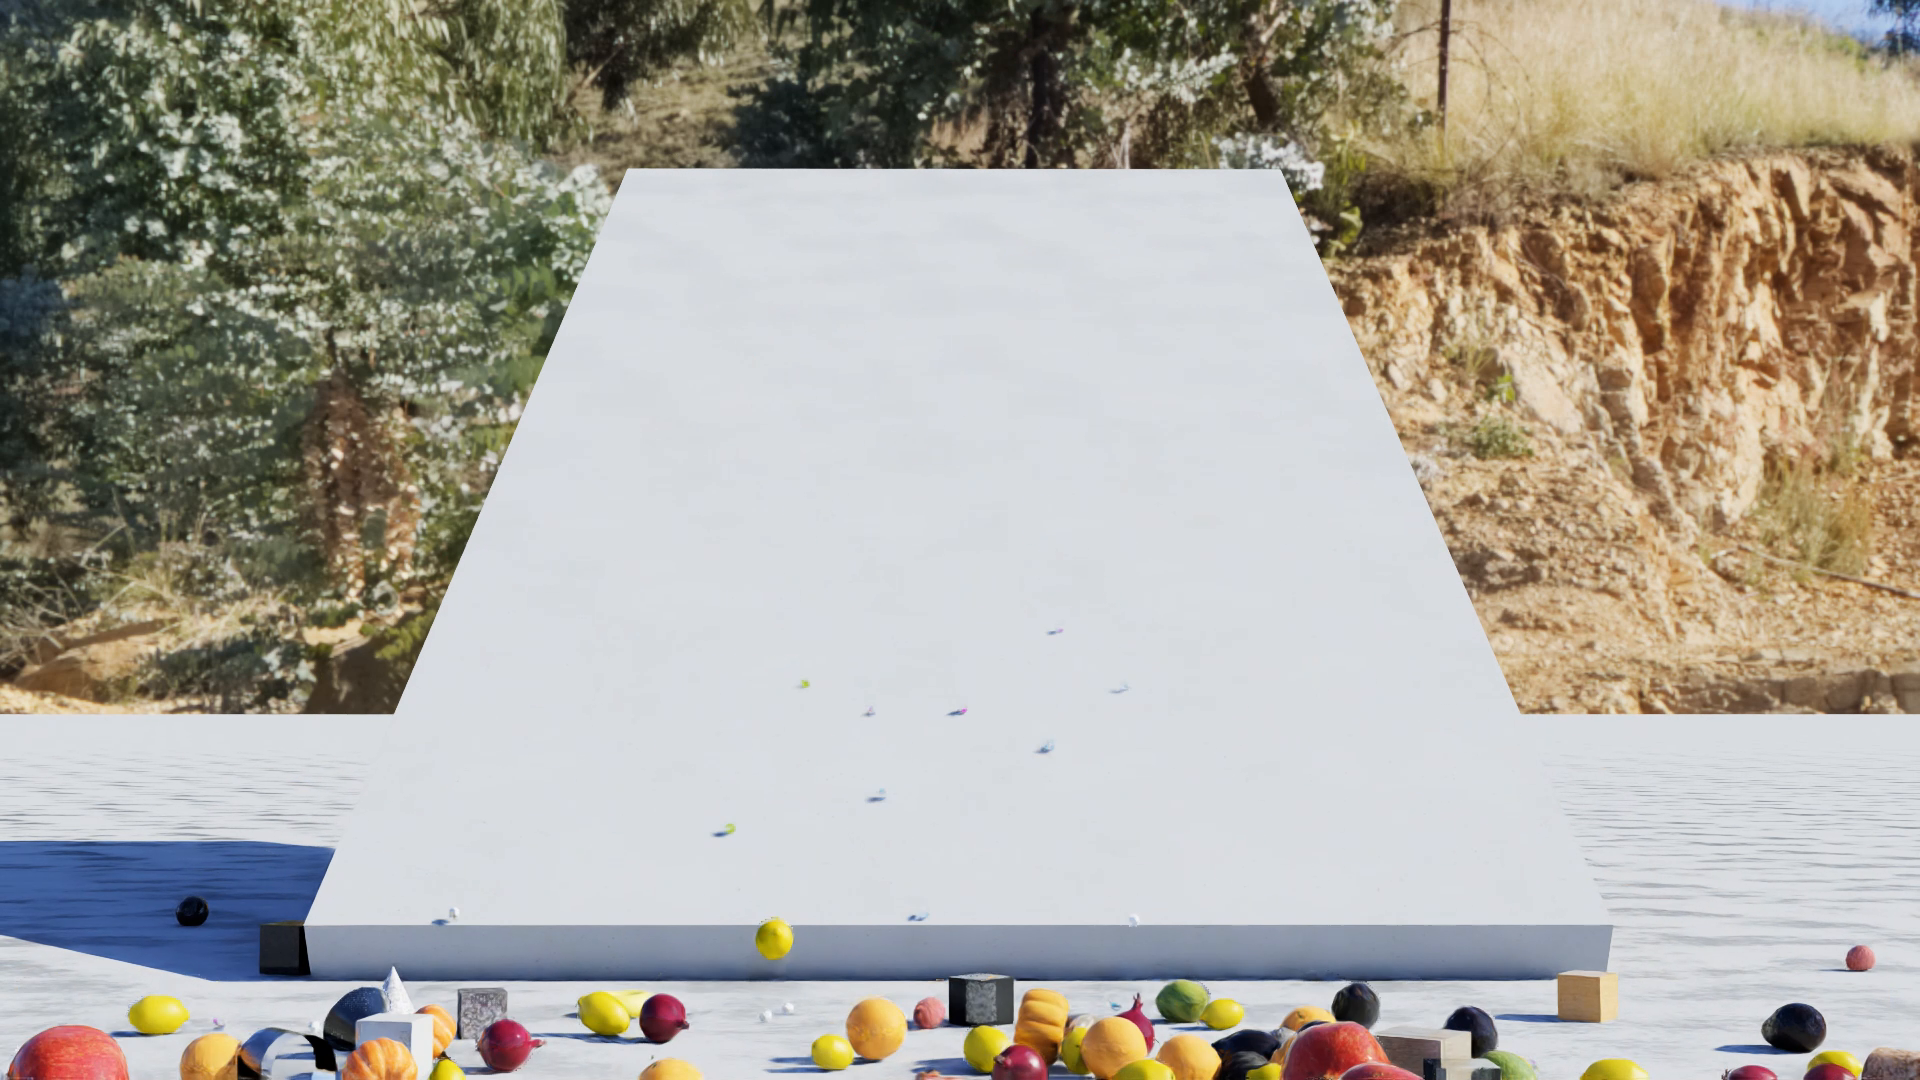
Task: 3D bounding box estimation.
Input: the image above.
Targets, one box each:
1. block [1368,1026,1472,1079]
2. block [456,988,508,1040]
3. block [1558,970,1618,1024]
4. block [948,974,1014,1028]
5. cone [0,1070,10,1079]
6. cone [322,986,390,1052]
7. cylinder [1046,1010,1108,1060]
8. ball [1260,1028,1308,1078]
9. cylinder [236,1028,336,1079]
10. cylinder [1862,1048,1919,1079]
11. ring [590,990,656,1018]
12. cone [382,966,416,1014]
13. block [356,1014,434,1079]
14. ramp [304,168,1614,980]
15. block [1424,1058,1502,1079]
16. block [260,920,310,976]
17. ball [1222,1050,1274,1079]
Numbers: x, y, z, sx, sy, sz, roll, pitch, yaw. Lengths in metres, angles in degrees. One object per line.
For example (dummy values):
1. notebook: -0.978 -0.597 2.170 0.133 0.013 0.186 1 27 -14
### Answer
1. block: 0.477 0.552 2.435 0.081 0.081 0.081 -3 -5 34
2. block: -0.609 0.603 2.994 0.058 0.058 0.058 1 -4 -17
3. block: 0.845 0.614 3.163 0.060 0.060 0.060 -3 -5 37
4. block: 0.028 0.610 3.115 0.061 0.061 0.061 -4 -6 43
5. cone: -0.909 0.553 2.201 0.098 0.098 0.098 -1 -31 9
6. cone: -0.704 0.600 2.827 0.090 0.090 0.090 31 17 38
7. cylinder: 0.139 0.593 2.813 0.053 0.053 0.053 3 -5 -33
8. ball: 0.368 0.582 2.666 0.054 0.054 0.054 0 -4 0
9. cylinder: -0.714 0.558 2.489 0.076 0.076 0.076 4 -6 -44
10. cylinder: 0.962 0.552 2.371 0.071 0.071 0.071 3 -5 -38
11. ring: -0.459 0.632 3.198 0.091 0.030 0.091 -1 -4 0
12. cone: -0.707 0.579 2.928 0.096 0.096 0.096 0 -4 0
13. block: -0.643 0.577 2.673 0.065 0.065 0.065 -1 -4 8
14. ramp: -0.009 -0.229 5.413 2.000 0.100 4.000 0 26 0
15. block: 0.500 0.553 2.340 0.064 0.064 0.064 0 -4 0
16. block: -1.052 0.646 3.720 0.077 0.077 0.077 -2 -4 23
17. ball: 0.304 0.568 2.481 0.055 0.055 0.055 0 -4 0
